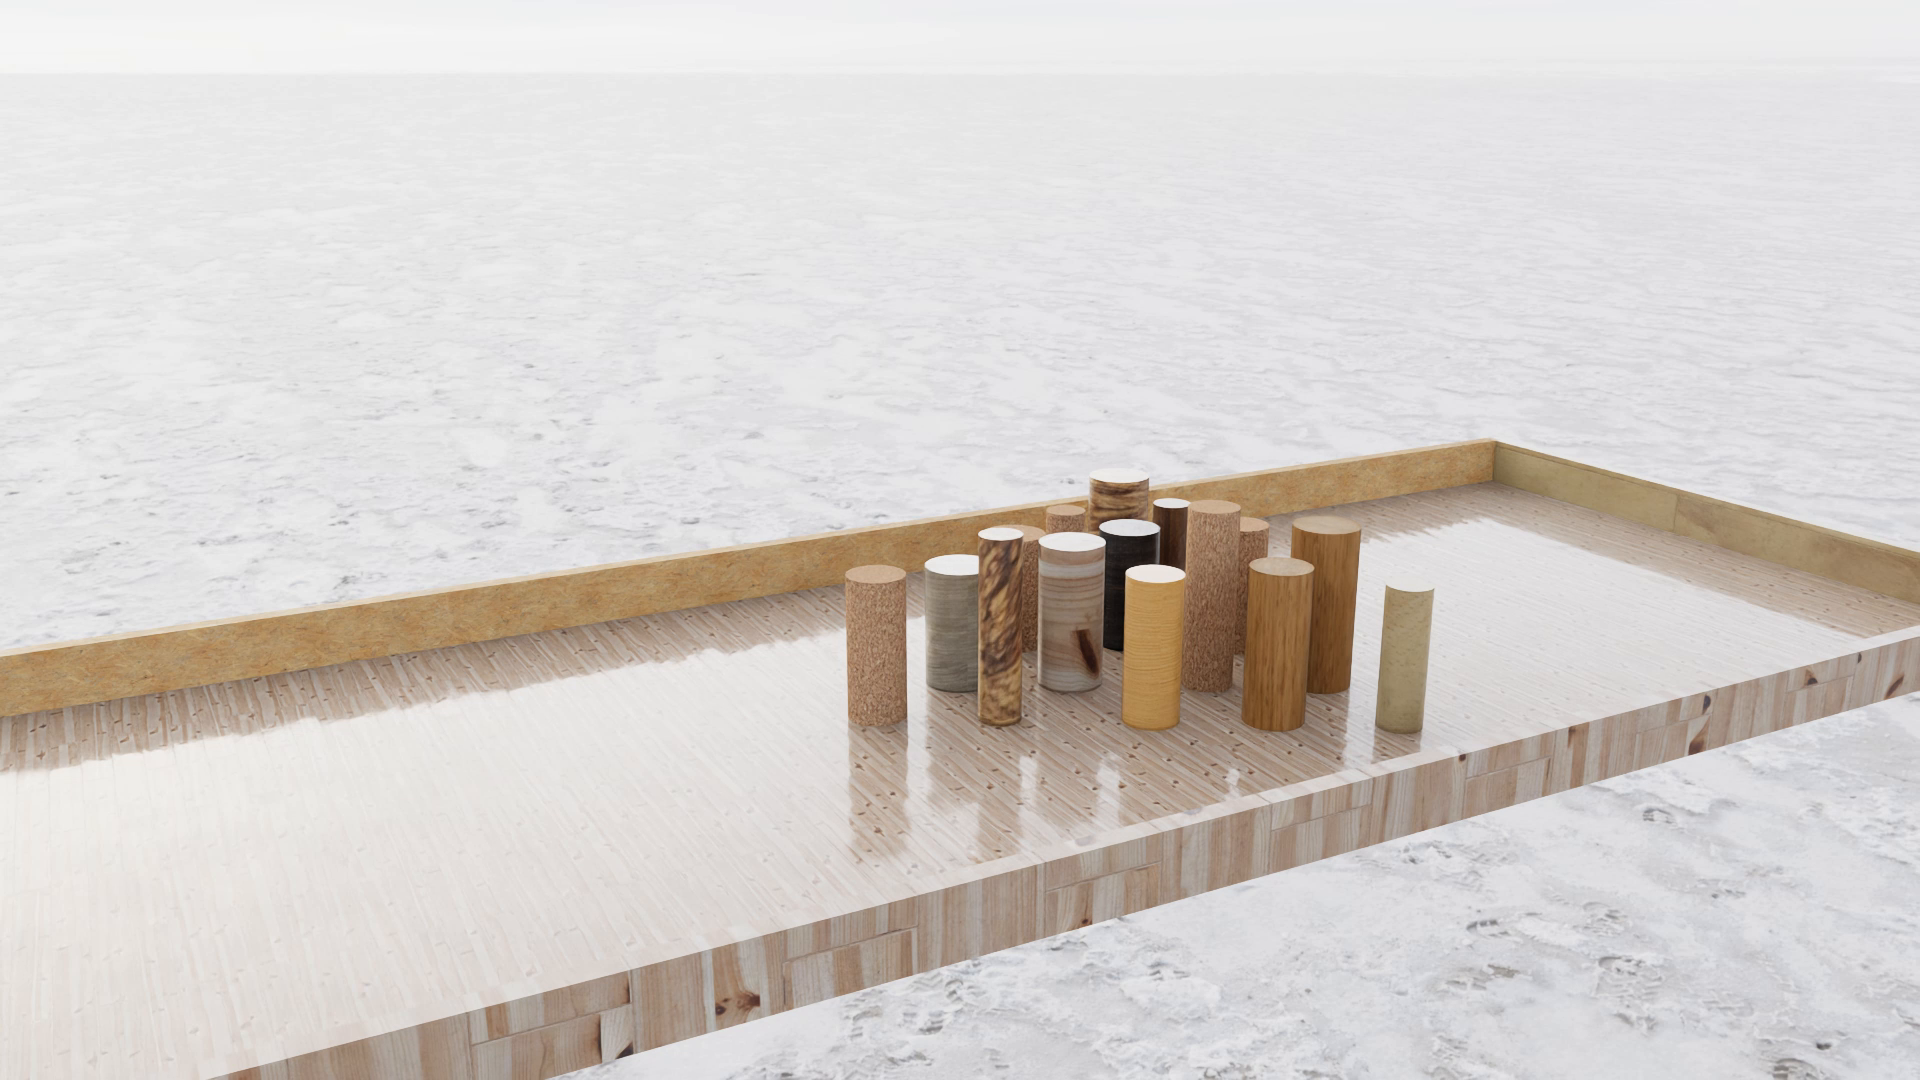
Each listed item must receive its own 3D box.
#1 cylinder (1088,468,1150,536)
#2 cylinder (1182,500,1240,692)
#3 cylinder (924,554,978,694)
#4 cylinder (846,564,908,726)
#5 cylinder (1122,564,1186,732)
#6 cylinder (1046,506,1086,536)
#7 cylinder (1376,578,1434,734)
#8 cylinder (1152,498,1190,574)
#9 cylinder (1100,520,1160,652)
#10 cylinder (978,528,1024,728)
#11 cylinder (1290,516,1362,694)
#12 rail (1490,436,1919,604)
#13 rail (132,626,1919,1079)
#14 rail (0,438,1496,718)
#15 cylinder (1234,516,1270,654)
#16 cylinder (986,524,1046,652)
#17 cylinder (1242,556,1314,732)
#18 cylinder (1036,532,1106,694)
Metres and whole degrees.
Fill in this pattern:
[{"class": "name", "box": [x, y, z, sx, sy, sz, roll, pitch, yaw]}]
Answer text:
[{"class": "cylinder", "box": [0.463, -0.027, 4.849, 0.175, 0.337, 0.175, 0, 16, 0]}, {"class": "cylinder", "box": [0.618, 0.139, 4.069, 0.127, 0.458, 0.127, 0, 16, 0]}, {"class": "cylinder", "box": [-0.001, 0.207, 4.108, 0.171, 0.305, 0.171, 0, 16, 0]}, {"class": "cylinder", "box": [-0.196, 0.248, 3.884, 0.142, 0.353, 0.142, 0, 16, 0]}, {"class": "cylinder", "box": [0.451, 0.252, 3.854, 0.137, 0.363, 0.137, 0, 16, 0]}, {"class": "cylinder", "box": [0.292, 0.064, 4.594, 0.108, 0.306, 0.108, 0, 16, 0]}, {"class": "cylinder", "box": [1.031, 0.268, 3.826, 0.109, 0.347, 0.109, 0, 16, 0]}, {"class": "cylinder", "box": [0.587, 0.051, 4.613, 0.103, 0.320, 0.103, 0, 16, 0]}, {"class": "cylinder", "box": [0.447, 0.120, 4.383, 0.160, 0.318, 0.160, 0, 16, 0]}, {"class": "cylinder", "box": [0.094, 0.205, 3.849, 0.103, 0.456, 0.103, 0, 16, 0]}, {"class": "cylinder", "box": [0.896, 0.160, 4.084, 0.165, 0.410, 0.165, 0, 16, 0]}, {"class": "rail", "box": [2.466, -0.048, 5.253, 0.050, 0.150, 2.100, -9, 18, -27]}, {"class": "rail", "box": [-2.336, 1.006, 1.665, 12.000, 0.150, 0.050, -9, 18, -27]}, {"class": "rail", "box": [-3.305, 0.497, 3.399, 12.000, 0.150, 0.050, -9, 18, -27]}, {"class": "cylinder", "box": [0.735, 0.120, 4.349, 0.142, 0.337, 0.142, 0, 16, 0]}, {"class": "cylinder", "box": [0.142, 0.128, 4.378, 0.166, 0.305, 0.166, 0, 16, 0]}, {"class": "cylinder", "box": [0.741, 0.243, 3.855, 0.148, 0.380, 0.148, 0, 16, 0]}, {"class": "cylinder", "box": [0.275, 0.180, 4.092, 0.164, 0.367, 0.164, 0, 16, 0]}]
